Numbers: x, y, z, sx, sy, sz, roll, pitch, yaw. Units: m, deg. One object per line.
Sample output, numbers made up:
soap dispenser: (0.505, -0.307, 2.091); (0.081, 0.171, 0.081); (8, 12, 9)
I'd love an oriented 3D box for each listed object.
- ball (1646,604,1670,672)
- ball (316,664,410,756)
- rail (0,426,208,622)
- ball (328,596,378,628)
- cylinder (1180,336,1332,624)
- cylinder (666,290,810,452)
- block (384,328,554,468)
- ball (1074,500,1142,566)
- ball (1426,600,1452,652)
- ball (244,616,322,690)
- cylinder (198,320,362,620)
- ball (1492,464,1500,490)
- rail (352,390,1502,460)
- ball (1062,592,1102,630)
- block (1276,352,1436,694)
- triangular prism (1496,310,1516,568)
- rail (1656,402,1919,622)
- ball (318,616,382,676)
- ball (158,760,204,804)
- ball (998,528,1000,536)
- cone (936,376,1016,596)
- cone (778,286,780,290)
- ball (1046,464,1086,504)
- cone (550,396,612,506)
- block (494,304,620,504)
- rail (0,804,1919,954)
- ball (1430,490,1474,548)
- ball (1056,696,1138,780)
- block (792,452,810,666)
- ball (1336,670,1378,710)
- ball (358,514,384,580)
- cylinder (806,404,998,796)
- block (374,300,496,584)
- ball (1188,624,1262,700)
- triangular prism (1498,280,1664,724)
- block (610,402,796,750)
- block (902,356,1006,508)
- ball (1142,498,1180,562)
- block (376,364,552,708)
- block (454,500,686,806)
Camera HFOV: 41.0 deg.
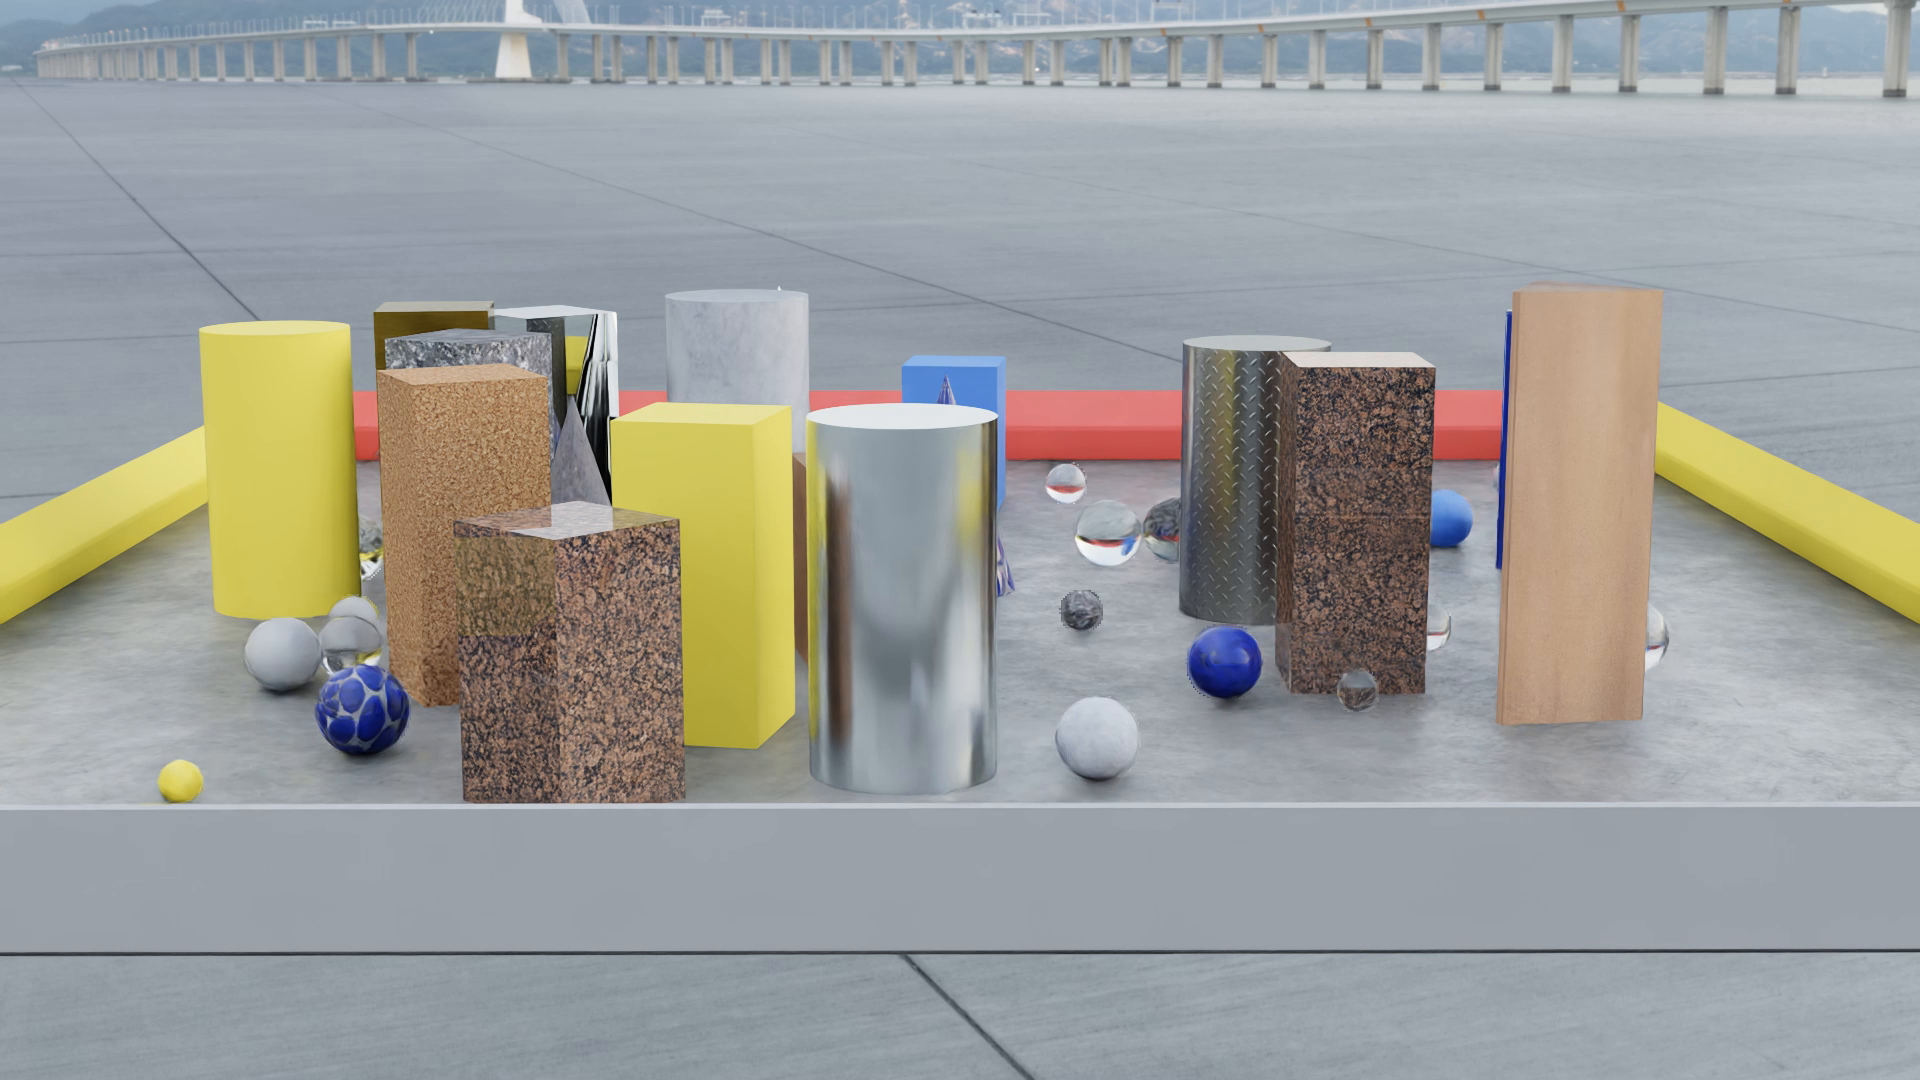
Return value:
ball: (0.806, 0.116, 3.095); (0.094, 0.094, 0.094); (0, 11, 0)
ball: (-0.637, 0.181, 2.736); (0.098, 0.098, 0.098); (0, 11, 0)
rail: (-1.243, 0.034, 3.442); (0.045, 0.127, 2.713); (0, 11, 0)
ball: (-0.772, 0.102, 3.263); (0.061, 0.061, 0.061); (0, 11, 0)
cylinder: (0.395, -0.084, 3.441); (0.196, 0.362, 0.196); (0, 11, 0)
cylinder: (-0.306, -0.131, 3.549); (0.196, 0.415, 0.196); (0, 11, 0)
block: (-0.660, -0.093, 3.478); (0.157, 0.367, 0.157); (5, 12, 25)
ball: (0.217, -0.010, 3.767); (0.098, 0.098, 0.098); (0, 11, 0)
ball: (0.586, 0.108, 3.224); (0.064, 0.064, 0.064); (0, 11, 0)
ball: (-0.796, 0.134, 3.019); (0.087, 0.087, 0.087); (0, 11, 0)
cylinder: (-0.919, -0.099, 3.475); (0.196, 0.378, 0.196); (0, 11, 0)
ball: (0.940, -0.105, 4.377); (0.062, 0.062, 0.062); (0, 11, 0)
rail: (-0.008, -0.210, 4.759); (2.534, 0.127, 0.045); (0, 11, 0)
ball: (0.158, 0.092, 3.342); (0.051, 0.051, 0.051); (0, 11, 0)
block: (0.466, -0.023, 3.048); (0.157, 0.385, 0.157); (0, 11, 0)
triangular prism: (0.896, -0.149, 3.749); (0.170, 0.378, 0.147); (6, 12, 29)
rail: (1.243, 0.031, 3.456); (0.045, 0.127, 2.713); (0, 11, 0)
ball: (-0.731, 0.129, 3.070); (0.078, 0.078, 0.078); (0, 11, 0)
ball: (-0.778, 0.241, 2.561); (0.043, 0.043, 0.043); (0, 11, 0)
ball: (0.021, -0.005, 3.797); (0.077, 0.077, 0.077); (0, 11, 0)
cone: (-0.019, -0.083, 3.591); (0.196, 0.304, 0.196); (0, 11, 0)
cone: (-0.265, -0.174, 3.799); (0.196, 0.408, 0.196); (0, 11, 0)
ball: (0.178, -0.094, 4.303); (0.068, 0.068, 0.068); (0, 11, 0)
cone: (-0.495, -0.033, 3.302); (0.196, 0.312, 0.196); (0, 11, 0)
block: (-0.628, -0.168, 3.900); (0.157, 0.359, 0.157); (-9, 14, -40)
rail: (0.008, 0.276, 2.138); (2.534, 0.127, 0.045); (0, 11, 0)
ball: (0.739, -0.033, 3.916); (0.088, 0.088, 0.088); (0, 11, 0)
ball: (0.141, 0.204, 2.644); (0.086, 0.086, 0.086); (0, 11, 0)
block: (-0.120, 0.022, 3.189); (0.157, 0.246, 0.157); (-2, 11, -13)
ball: (0.453, 0.172, 2.927); (0.047, 0.047, 0.047); (0, 11, 0)
ball: (-0.869, 0.011, 3.658); (0.097, 0.097, 0.097); (0, 11, 0)
cylinder: (-0.059, 0.057, 2.652); (0.196, 0.373, 0.196); (0, 11, 0)
block: (-0.749, -0.144, 3.696); (0.157, 0.386, 0.157); (-1, 11, -7)
ball: (0.306, 0.140, 2.955); (0.085, 0.085, 0.085); (0, 11, 0)
triangular prism: (0.675, -0.047, 2.909); (0.170, 0.483, 0.147); (-2, 11, -9)
block: (-0.280, 0.035, 2.824); (0.157, 0.352, 0.157); (2, 11, 11)
block: (-0.009, -0.179, 4.289); (0.157, 0.241, 0.157); (1, 11, 6)
ball: (0.316, -0.015, 3.770); (0.094, 0.094, 0.094); (0, 11, 0)
block: (-0.579, -0.010, 3.013); (0.157, 0.373, 0.157); (-5, 12, -27)
block: (-0.387, 0.120, 2.551); (0.157, 0.285, 0.157); (9, 14, 42)
